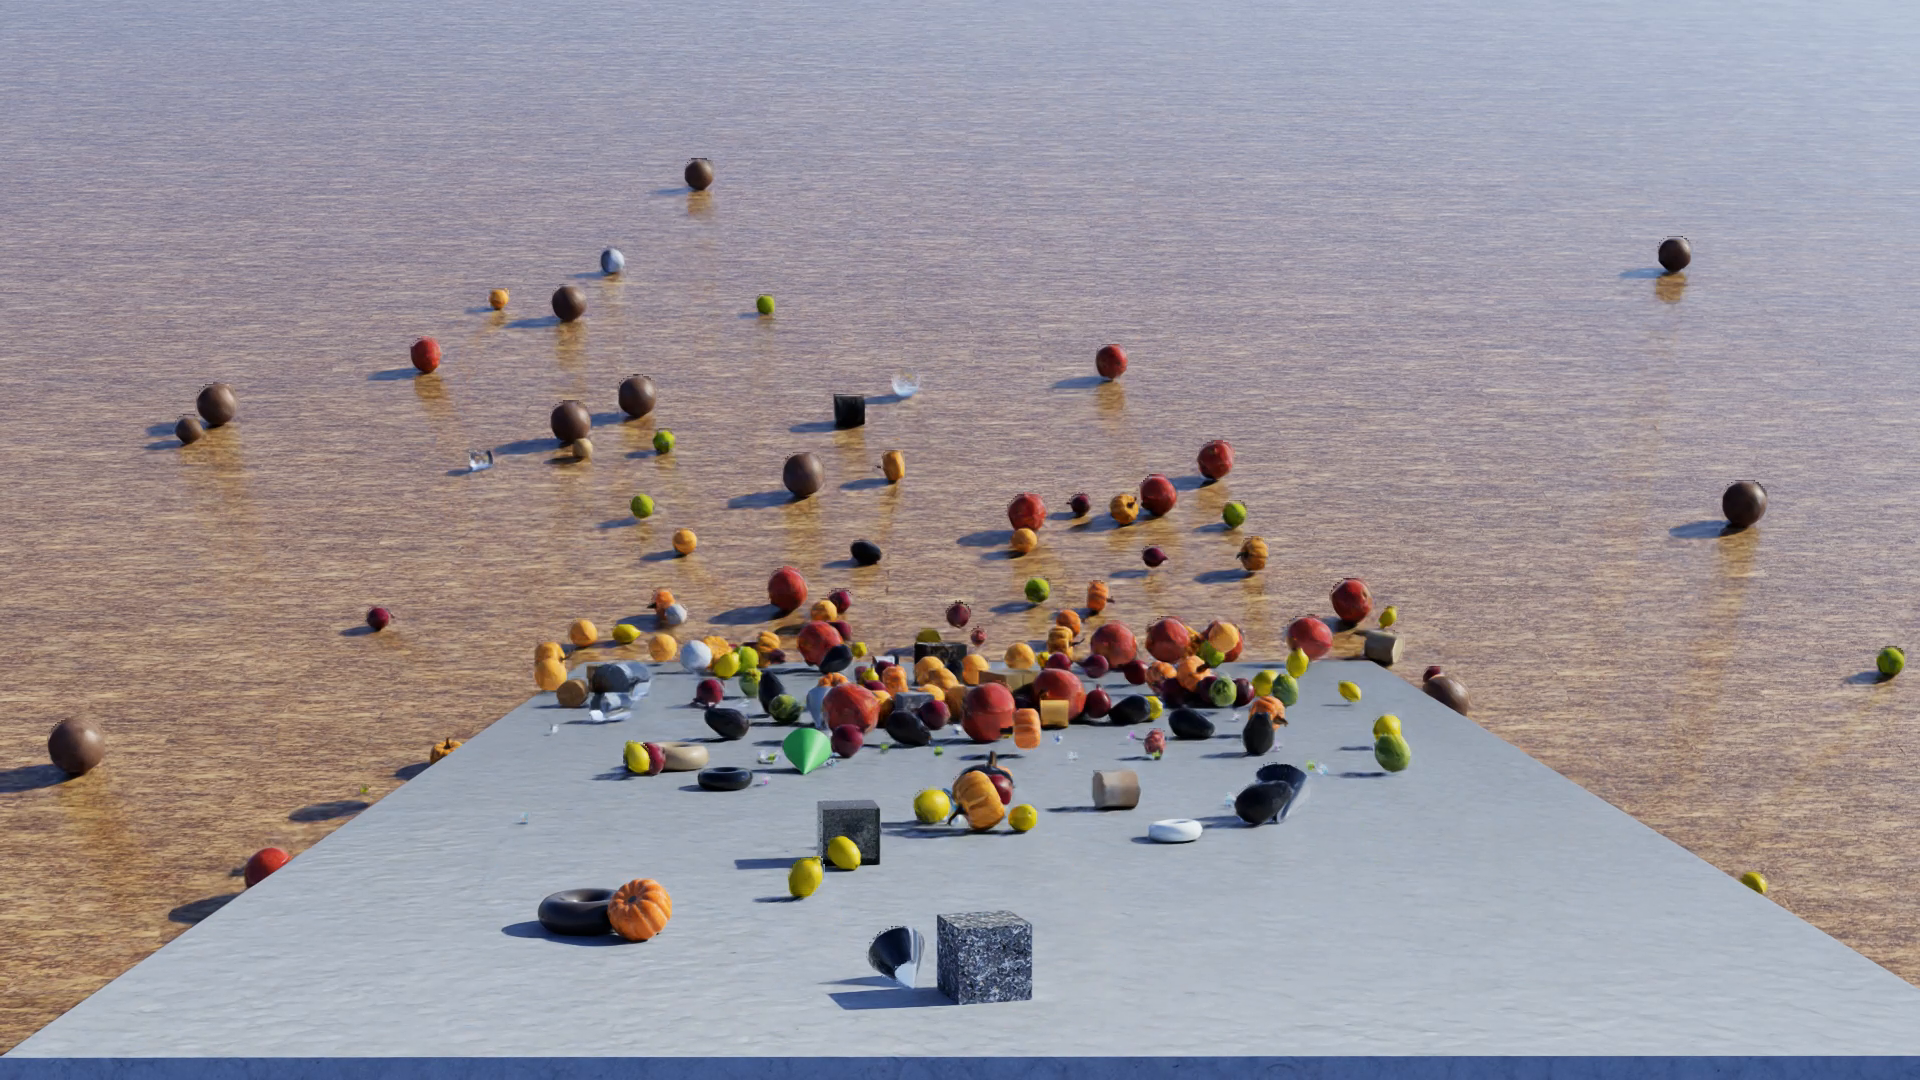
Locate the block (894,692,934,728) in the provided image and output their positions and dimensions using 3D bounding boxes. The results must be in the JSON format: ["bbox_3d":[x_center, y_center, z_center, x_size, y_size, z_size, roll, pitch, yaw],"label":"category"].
[{"bbox_3d":[-0.094,0.343,5.198,0.065,0.065,0.065,-1,3,-17],"label":"block"}]

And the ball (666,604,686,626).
[{"bbox_3d":[-0.770,0.202,6.966,0.056,0.056,0.056,0,22,0],"label":"ball"}]

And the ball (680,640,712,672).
[{"bbox_3d":[-0.566,0.249,5.515,0.068,0.068,0.068,0,22,0],"label":"ball"}]

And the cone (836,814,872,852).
[{"bbox_3d":[-0.157,0.437,3.733,0.054,0.054,0.054,2,30,5],"label":"cone"}]

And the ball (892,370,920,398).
[{"bbox_3d":[-0.183,-0.531,8.752,0.092,0.092,0.092,0,22,0],"label":"ball"}]

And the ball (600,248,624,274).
[{"bbox_3d":[-1.376,-1.102,10.170,0.096,0.096,0.096,0,22,0],"label":"ball"}]

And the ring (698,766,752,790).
[{"bbox_3d":[-0.397,0.403,4.343,0.094,0.031,0.094,-1,4,0],"label":"ring"}]

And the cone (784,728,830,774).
[{"bbox_3d":[-0.272,0.390,4.531,0.085,0.085,0.085,0,29,1],"label":"cone"}]

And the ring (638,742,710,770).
[{"bbox_3d":[-0.510,0.386,4.586,0.126,0.042,0.126,1,2,0],"label":"ring"}]

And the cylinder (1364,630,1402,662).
[{"bbox_3d":[1.112,0.279,6.750,0.076,0.076,0.076,9,23,31],"label":"cylinder"}]

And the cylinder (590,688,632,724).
[{"bbox_3d":[-0.715,0.342,5.268,0.059,0.059,0.059,18,32,37],"label":"cylinder"}]

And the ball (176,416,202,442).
[{"bbox_3d":[-2.497,-0.357,8.328,0.084,0.084,0.084,0,22,0],"label":"ball"}]

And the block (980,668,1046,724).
[{"bbox_3d":[0.109,0.321,5.300,0.099,0.099,0.099,-2,3,-33],"label":"block"}]

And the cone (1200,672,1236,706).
[{"bbox_3d":[0.563,0.339,5.566,0.079,0.079,0.079,0,29,-1],"label":"cone"}]

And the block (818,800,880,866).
[{"bbox_3d":[-0.158,0.414,3.634,0.080,0.080,0.080,0,3,-9],"label":"block"}]

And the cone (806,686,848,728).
[{"bbox_3d":[-0.279,0.356,5.198,0.089,0.089,0.089,4,30,9],"label":"cone"}]

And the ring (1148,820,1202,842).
[{"bbox_3d":[0.319,0.431,3.813,0.081,0.027,0.081,-3,1,0],"label":"ring"}]

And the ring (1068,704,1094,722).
[{"bbox_3d":[0.237,0.357,5.296,0.079,0.026,0.079,1,7,0],"label":"ring"}]

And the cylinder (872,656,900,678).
[{"bbox_3d":[-0.178,0.302,6.126,0.054,0.054,0.054,0,21,-18],"label":"cylinder"}]

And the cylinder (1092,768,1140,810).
[{"bbox_3d":[0.249,0.400,4.113,0.059,0.059,0.059,-14,25,-16],"label":"cylinder"}]

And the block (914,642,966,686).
[{"bbox_3d":[-0.045,0.289,6.010,0.092,0.092,0.092,-1,3,-26],"label":"block"}]

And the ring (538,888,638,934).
[{"bbox_3d":[-0.458,0.458,3.166,0.122,0.041,0.122,0,4,0],"label":"ring"}]

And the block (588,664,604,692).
[{"bbox_3d":[-0.819,0.314,5.860,0.057,0.057,0.057,0,3,-6],"label":"block"}]

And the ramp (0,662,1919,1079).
[{"bbox_3d":[0.051,0.459,4.533,2.000,0.100,4.000,0,3,0],"label":"ramp"}]

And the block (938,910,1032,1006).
[{"bbox_3d":[0.026,0.454,2.801,0.082,0.082,0.082,-1,3,-17],"label":"block"}]

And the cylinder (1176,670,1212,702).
[{"bbox_3d":[0.522,0.320,5.646,0.066,0.066,0.066,-17,12,-36],"label":"cylinder"}]

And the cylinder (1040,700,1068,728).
[{"bbox_3d":[0.189,0.349,5.158,0.056,0.056,0.056,0,22,3],"label":"cylinder"}]

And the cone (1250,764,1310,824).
[{"bbox_3d":[0.495,0.414,3.988,0.096,0.096,0.096,3,31,7],"label":"cone"}]

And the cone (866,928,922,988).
[{"bbox_3d":[-0.061,0.478,2.856,0.067,0.067,0.067,-8,38,-20],"label":"cone"}]

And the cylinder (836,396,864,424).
[{"bbox_3d":[-0.365,-0.428,8.496,0.090,0.090,0.090,-2,22,-6],"label":"cylinder"}]

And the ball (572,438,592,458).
[{"bbox_3d":[-1.202,-0.291,8.189,0.066,0.066,0.066,0,22,0],"label":"ball"}]
